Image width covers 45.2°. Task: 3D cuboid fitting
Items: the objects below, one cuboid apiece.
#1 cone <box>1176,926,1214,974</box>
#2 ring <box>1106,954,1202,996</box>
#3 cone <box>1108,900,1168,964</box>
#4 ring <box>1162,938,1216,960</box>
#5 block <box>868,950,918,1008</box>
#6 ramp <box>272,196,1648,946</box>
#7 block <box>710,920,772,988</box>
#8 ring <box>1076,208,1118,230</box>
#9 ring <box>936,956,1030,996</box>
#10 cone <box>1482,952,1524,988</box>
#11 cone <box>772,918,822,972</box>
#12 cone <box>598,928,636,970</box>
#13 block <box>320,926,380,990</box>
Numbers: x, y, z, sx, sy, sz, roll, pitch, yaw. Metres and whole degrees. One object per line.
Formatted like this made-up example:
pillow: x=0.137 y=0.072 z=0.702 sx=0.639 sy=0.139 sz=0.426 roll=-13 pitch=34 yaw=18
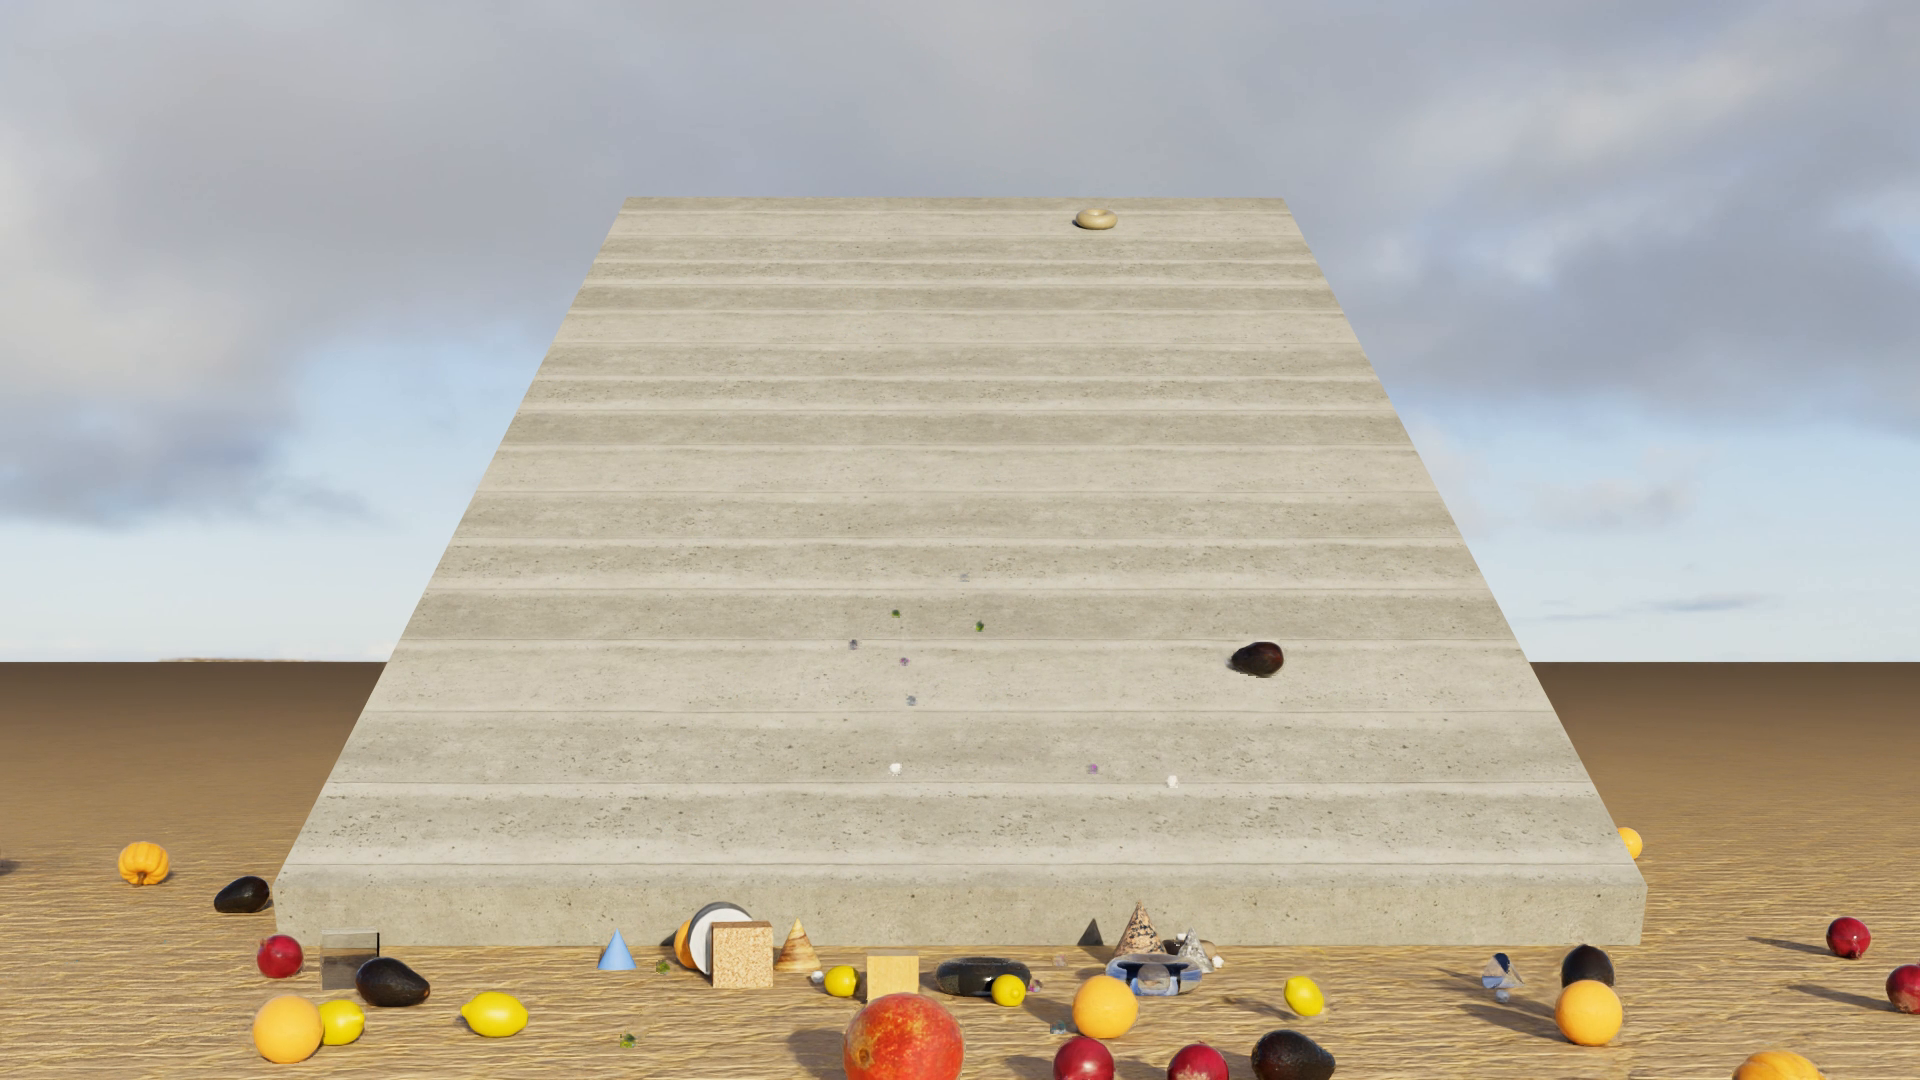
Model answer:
cone: x=0.315 y=0.553 z=3.132 sx=0.061 sy=0.061 sz=0.061 roll=0 pitch=-3 yaw=0
ring: x=0.247 y=0.554 z=2.943 sx=0.124 sy=0.041 sz=0.124 roll=1 pitch=-2 yaw=0
cone: x=0.248 y=0.540 z=3.172 sx=0.092 sy=0.092 sz=0.092 roll=0 pitch=-3 yaw=0
ring: x=0.318 y=0.575 z=3.233 sx=0.083 sy=0.028 sz=0.083 roll=1 pitch=-4 yaw=0
block: x=-0.082 y=0.538 z=2.832 sx=0.062 sy=0.062 sz=0.062 roll=0 pitch=-3 yaw=-2
ramp: x=-0.007 y=-0.225 z=5.218 sx=2.000 sy=0.100 sz=4.000 roll=0 pitch=23 yaw=0
block: x=-0.285 y=0.539 z=3.008 sx=0.076 sy=0.076 sz=0.076 roll=0 pitch=-3 yaw=-9
ring: x=0.398 y=-0.936 z=6.732 sx=0.123 sy=0.041 sz=0.123 roll=1 pitch=22 yaw=0
ring: x=0.029 y=0.553 z=2.928 sx=0.122 sy=0.041 sz=0.122 roll=0 pitch=-4 yaw=0
cone: x=0.709 y=0.564 z=2.970 sx=0.050 sy=0.050 sz=0.050 roll=29 pitch=-12 yaw=-17
cone: x=-0.222 y=0.550 z=3.153 sx=0.070 sy=0.070 sz=0.070 roll=0 pitch=-3 yaw=0
cone: x=-0.469 y=0.558 z=3.160 sx=0.054 sy=0.054 sz=0.054 roll=0 pitch=-3 yaw=0
block: x=-0.791 y=0.541 z=2.989 sx=0.071 sy=0.071 sz=0.071 roll=1 pitch=-3 yaw=-18
